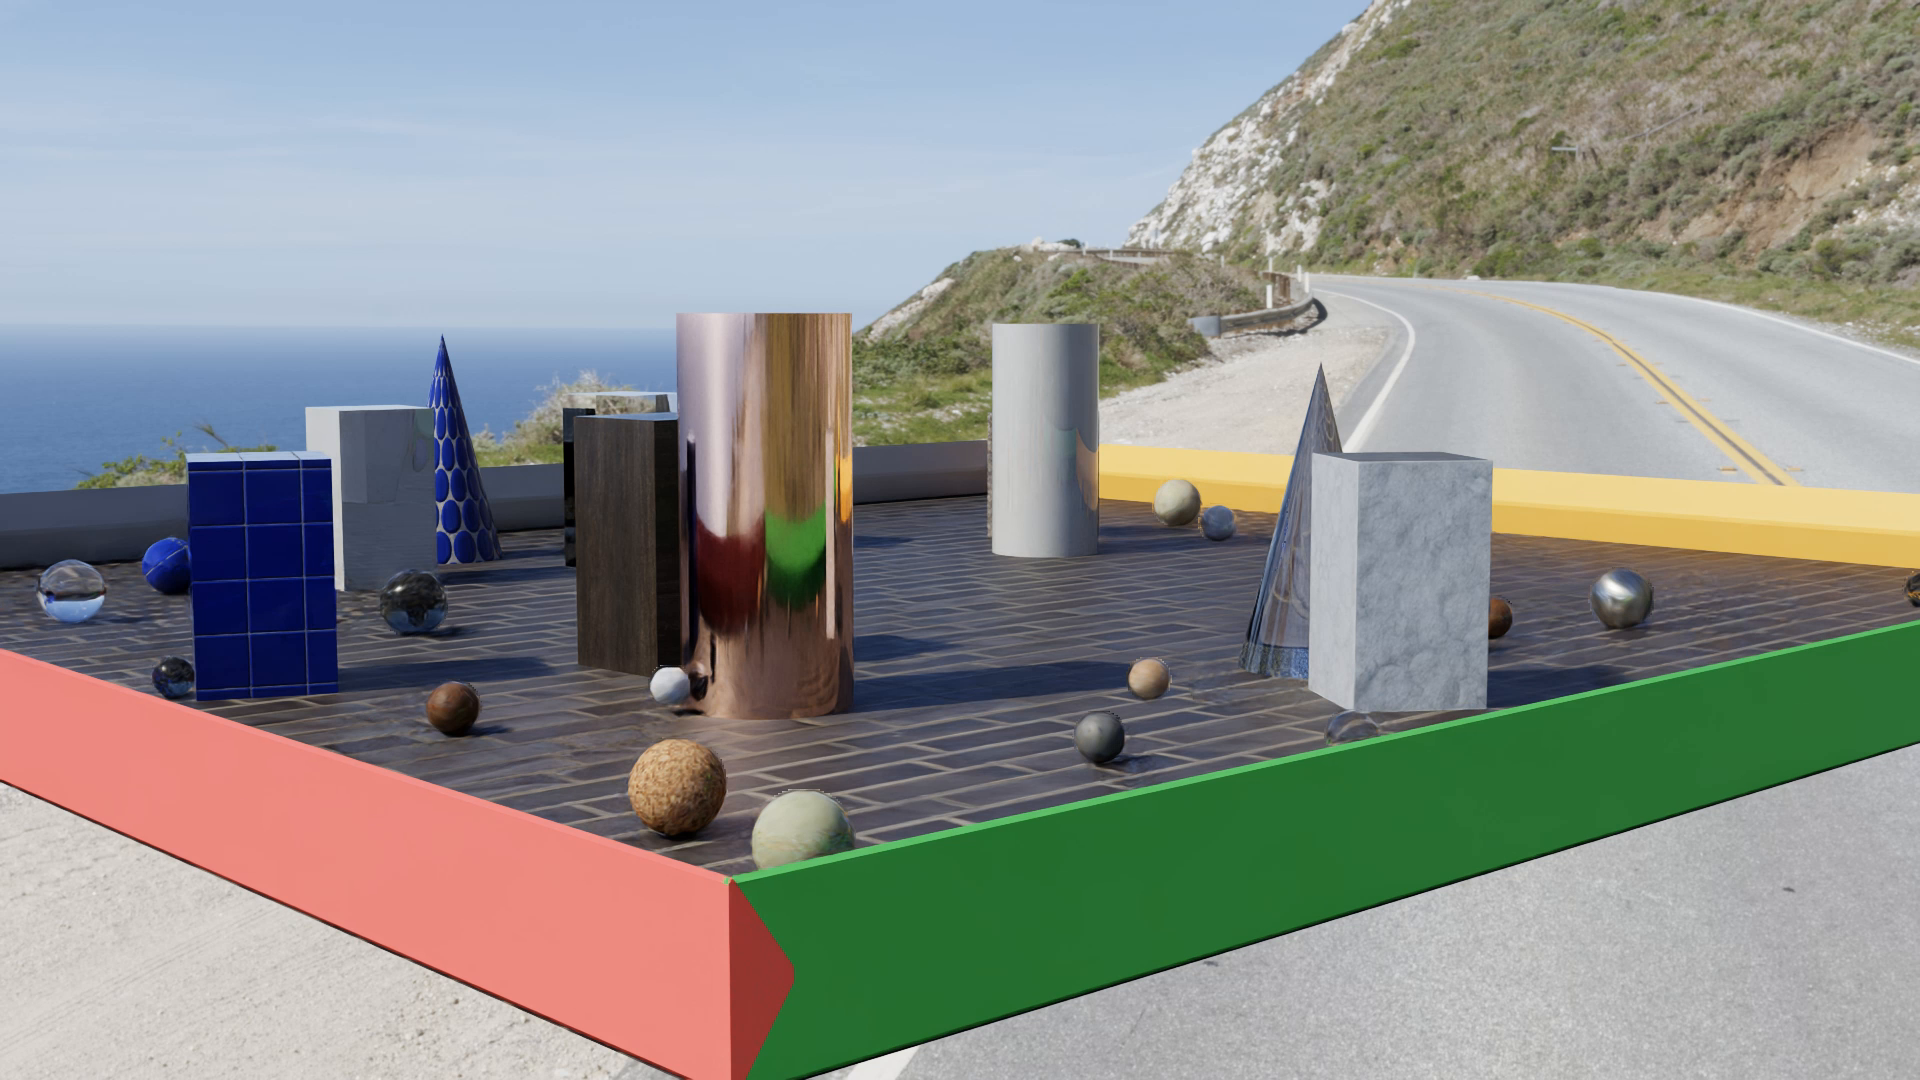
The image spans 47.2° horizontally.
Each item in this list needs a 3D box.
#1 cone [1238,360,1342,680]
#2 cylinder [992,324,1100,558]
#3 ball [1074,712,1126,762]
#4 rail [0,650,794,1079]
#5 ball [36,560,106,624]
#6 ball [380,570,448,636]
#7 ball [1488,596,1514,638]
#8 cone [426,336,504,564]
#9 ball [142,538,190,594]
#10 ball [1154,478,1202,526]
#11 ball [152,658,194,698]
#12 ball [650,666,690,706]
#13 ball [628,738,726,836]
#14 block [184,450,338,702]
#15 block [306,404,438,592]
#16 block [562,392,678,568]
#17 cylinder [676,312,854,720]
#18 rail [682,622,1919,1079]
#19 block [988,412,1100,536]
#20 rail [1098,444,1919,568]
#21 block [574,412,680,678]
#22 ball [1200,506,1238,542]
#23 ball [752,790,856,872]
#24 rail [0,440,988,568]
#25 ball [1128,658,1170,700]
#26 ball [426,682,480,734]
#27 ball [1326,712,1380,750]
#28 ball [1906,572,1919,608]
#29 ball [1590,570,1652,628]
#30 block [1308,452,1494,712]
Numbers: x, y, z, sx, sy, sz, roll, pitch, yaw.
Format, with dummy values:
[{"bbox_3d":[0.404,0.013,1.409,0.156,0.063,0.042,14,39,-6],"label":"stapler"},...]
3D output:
[{"bbox_3d":[0.445,-0.032,2.732,0.195,0.382,0.195,0,6,0],"label":"cone"},{"bbox_3d":[0.156,-0.187,4.038,0.195,0.419,0.195,0,6,0],"label":"cylinder"},{"bbox_3d":[0.138,0.195,2.168,0.049,0.049,0.049,0,6,0],"label":"ball"},{"bbox_3d":[-1.104,0.139,2.319,0.045,0.127,2.927,-5,8,-42],"label":"rail"},{"bbox_3d":[-1.263,0.074,3.126,0.091,0.091,0.091,0,6,0],"label":"ball"},{"bbox_3d":[-0.749,0.086,3.013,0.090,0.090,0.090,0,6,0],"label":"ball"},{"bbox_3d":[0.725,0.105,2.994,0.055,0.055,0.055,0,6,0],"label":"ball"},{"bbox_3d":[-0.921,-0.168,3.935,0.195,0.404,0.195,0,6,0],"label":"cone"},{"bbox_3d":[-1.239,0.041,3.455,0.088,0.088,0.088,0,6,0],"label":"ball"},{"bbox_3d":[0.449,-0.077,4.536,0.098,0.098,0.098,0,6,0],"label":"ball"},{"bbox_3d":[-0.907,0.158,2.535,0.046,0.046,0.046,0,6,0],"label":"ball"},{"bbox_3d":[-0.319,0.161,2.424,0.044,0.044,0.044,0,6,0],"label":"ball"},{"bbox_3d":[-0.240,0.210,1.867,0.082,0.082,0.082,0,6,0],"label":"ball"},{"bbox_3d":[-0.825,0.038,2.593,0.156,0.273,0.156,-2,6,-20],"label":"block"},{"bbox_3d":[-0.957,-0.072,3.578,0.156,0.286,0.156,-4,7,-35],"label":"block"},{"bbox_3d":[-0.579,-0.106,3.836,0.156,0.299,0.156,4,7,31],"label":"block"},{"bbox_3d":[-0.218,-0.033,2.468,0.195,0.441,0.195,0,6,0],"label":"cylinder"},{"bbox_3d":[0.976,0.143,2.280,3.052,0.127,0.045,-5,8,-42],"label":"rail"},{"bbox_3d":[0.164,-0.130,4.330,0.156,0.245,0.156,5,8,41],"label":"block"},{"bbox_3d":[1.104,-0.073,4.345,0.045,0.127,2.927,-5,8,-42],"label":"rail"},{"bbox_3d":[-0.371,0.001,2.756,0.156,0.312,0.156,5,8,42],"label":"block"},{"bbox_3d":[0.499,-0.032,4.240,0.069,0.069,0.069,0,6,0],"label":"ball"},{"bbox_3d":[-0.120,0.231,1.679,0.079,0.079,0.079,0,6,0],"label":"ball"},{"bbox_3d":[-0.976,-0.077,4.384,3.052,0.127,0.045,-5,8,-42],"label":"rail"},{"bbox_3d":[0.216,0.159,2.518,0.047,0.047,0.047,0,6,0],"label":"ball"},{"bbox_3d":[-0.534,0.177,2.313,0.055,0.055,0.055,0,6,0],"label":"ball"},{"bbox_3d":[0.386,0.194,2.160,0.052,0.052,0.052,0,6,0],"label":"ball"},{"bbox_3d":[1.439,0.075,3.277,0.056,0.056,0.056,0,6,0],"label":"ball"},{"bbox_3d":[0.927,0.082,3.079,0.083,0.083,0.083,0,6,0],"label":"ball"},{"bbox_3d":[0.500,0.044,2.511,0.156,0.278,0.156,-1,6,-9],"label":"block"}]
